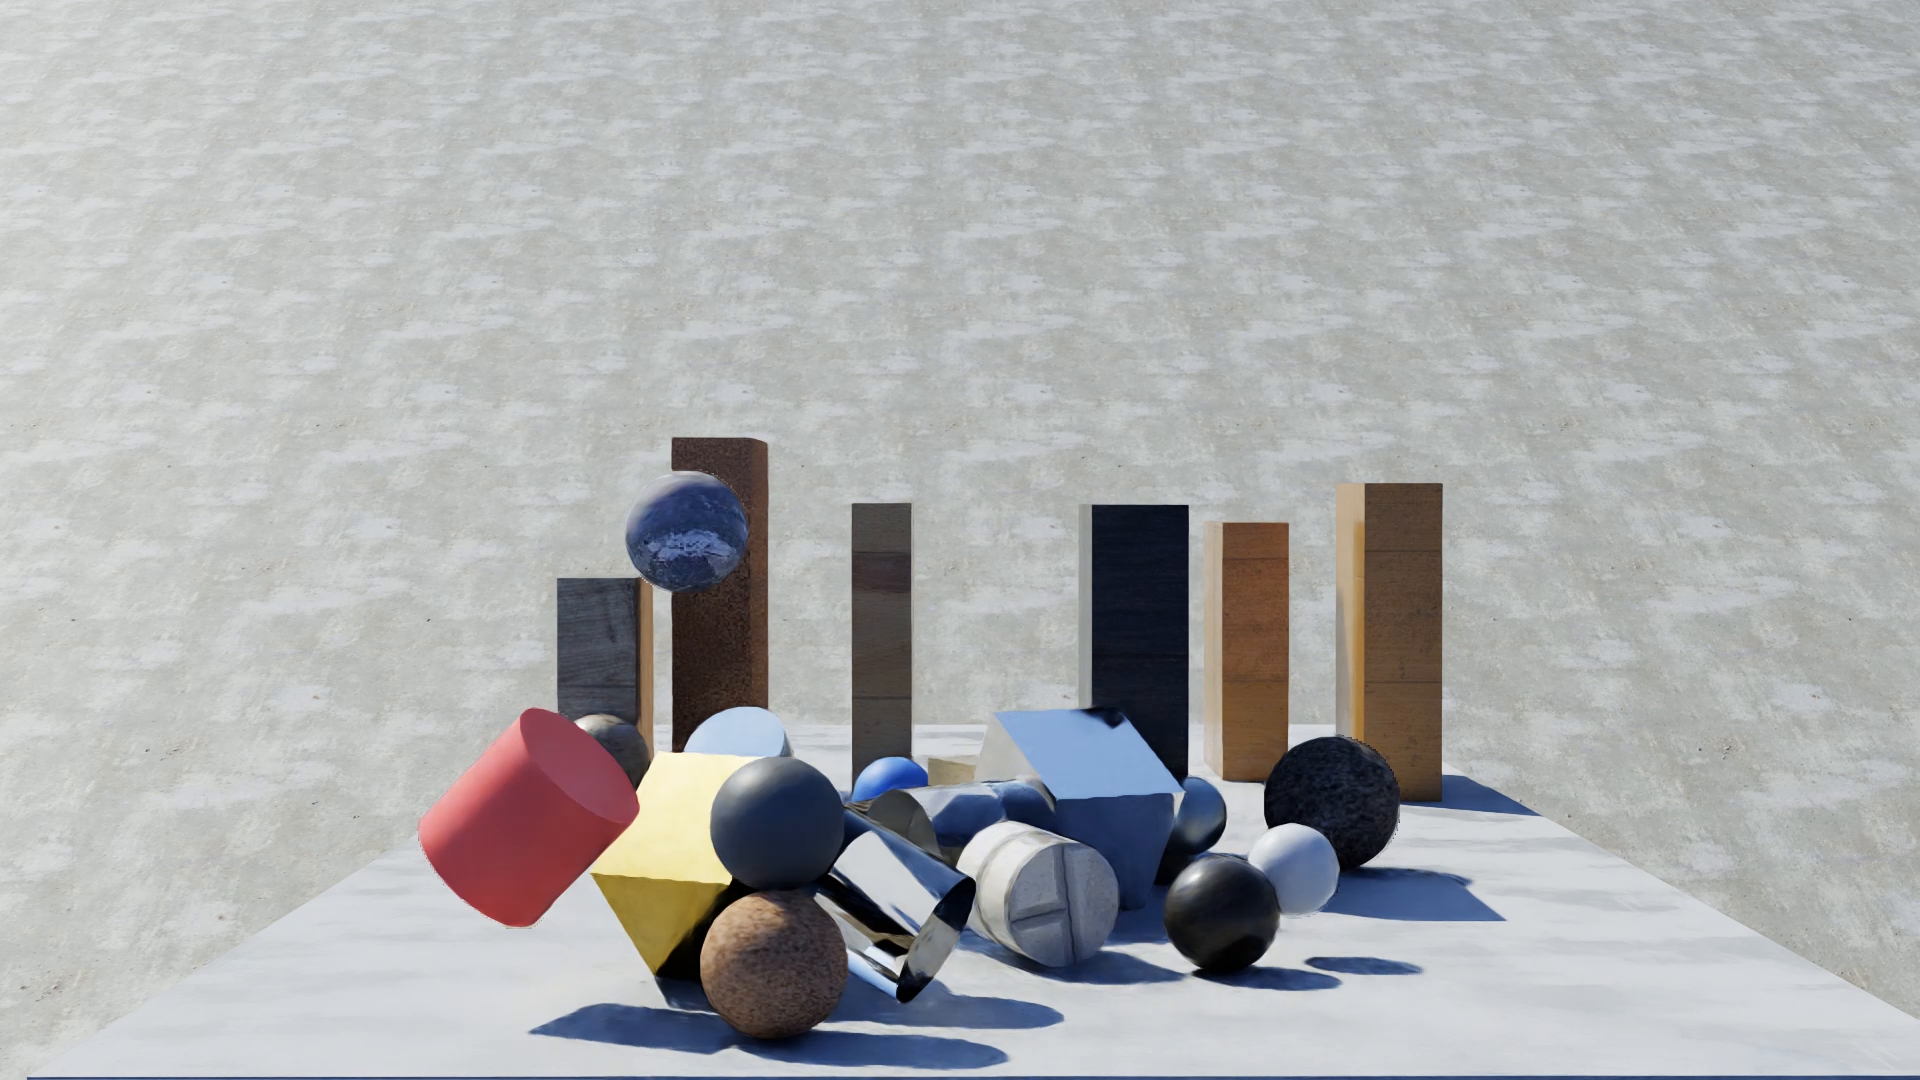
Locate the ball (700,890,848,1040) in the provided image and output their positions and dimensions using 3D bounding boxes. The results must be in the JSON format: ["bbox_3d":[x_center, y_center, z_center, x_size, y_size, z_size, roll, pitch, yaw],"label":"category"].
[{"bbox_3d":[-0.200,0.456,2.772,0.159,0.159,0.159,0,27,0],"label":"ball"}]

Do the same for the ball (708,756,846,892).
[{"bbox_3d":[-0.200,0.311,2.829,0.149,0.149,0.149,0,27,0],"label":"ball"}]

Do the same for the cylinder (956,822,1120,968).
[{"bbox_3d":[0.095,0.444,3.251,0.156,0.156,0.156,-14,10,-24],"label":"cylinder"}]

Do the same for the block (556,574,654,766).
[{"bbox_3d":[-0.636,0.284,4.648,0.137,0.440,0.267,0,1,0],"label":"block"}]

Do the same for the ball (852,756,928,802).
[{"bbox_3d":[-0.111,0.437,4.369,0.141,0.141,0.141,0,27,0],"label":"ball"}]

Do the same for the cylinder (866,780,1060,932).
[{"bbox_3d":[-0.001,0.426,3.463,0.196,0.196,0.196,-1,23,-35],"label":"cylinder"}]

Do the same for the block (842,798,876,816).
[{"bbox_3d":[-0.097,0.451,3.773,0.121,0.121,0.121,8,6,34],"label":"block"}]

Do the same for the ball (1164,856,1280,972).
[{"bbox_3d":[0.320,0.457,3.160,0.142,0.142,0.142,0,27,0],"label":"ball"}]

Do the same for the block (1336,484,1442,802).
[{"bbox_3d":[0.844,0.192,5.102,0.149,0.608,0.368,0,1,0],"label":"block"}]

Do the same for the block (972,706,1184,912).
[{"bbox_3d":[0.153,0.380,3.622,0.205,0.205,0.205,-1,32,-28],"label":"block"}]

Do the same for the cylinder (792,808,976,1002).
[{"bbox_3d":[-0.095,0.422,2.983,0.164,0.164,0.164,28,36,19],"label":"cylinder"}]

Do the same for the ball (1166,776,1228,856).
[{"bbox_3d":[0.335,0.406,3.802,0.117,0.117,0.117,0,27,0],"label":"ball"}]

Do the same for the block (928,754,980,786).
[{"bbox_3d":[0.081,0.423,3.859,0.189,0.189,0.189,-1,1,-32],"label":"block"}]

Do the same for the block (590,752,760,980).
[{"bbox_3d":[-0.284,0.394,3.093,0.192,0.192,0.192,0,43,28],"label":"block"}]

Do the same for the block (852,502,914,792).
[{"bbox_3d":[-0.135,0.220,4.595,0.102,0.571,0.319,0,1,0],"label":"block"}]

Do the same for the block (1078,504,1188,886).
[{"bbox_3d":[0.269,0.229,4.070,0.145,0.570,0.425,0,1,0],"label":"block"}]

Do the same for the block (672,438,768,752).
[{"bbox_3d":[-0.461,0.152,5.010,0.147,0.692,0.440,0,1,0],"label":"block"}]

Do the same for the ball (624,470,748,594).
[{"bbox_3d":[-0.282,-0.009,2.656,0.126,0.126,0.126,0,27,0],"label":"ball"}]

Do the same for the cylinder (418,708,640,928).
[{"bbox_3d":[-0.492,0.317,2.951,0.177,0.177,0.177,42,13,-12],"label":"cylinder"}]

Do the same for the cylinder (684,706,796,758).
[{"bbox_3d":[-0.265,0.300,3.233,0.129,0.129,0.129,-10,42,9],"label":"cylinder"}]

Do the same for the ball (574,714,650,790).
[{"bbox_3d":[-0.617,0.382,4.432,0.168,0.168,0.168,0,27,0],"label":"ball"}]

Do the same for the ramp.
[{"bbox_3d":[0.062,0.555,4.592,2.000,0.100,4.000,0,1,0],"label":"ramp"}]

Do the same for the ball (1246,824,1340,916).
[{"bbox_3d":[0.420,0.417,3.263,0.117,0.117,0.117,0,27,0],"label":"ball"}]

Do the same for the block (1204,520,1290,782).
[{"bbox_3d":[0.604,0.225,5.479,0.136,0.529,0.398,0,1,0],"label":"block"}]

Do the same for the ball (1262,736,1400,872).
[{"bbox_3d":[0.575,0.410,4.007,0.209,0.209,0.209,0,27,0],"label":"ball"}]
